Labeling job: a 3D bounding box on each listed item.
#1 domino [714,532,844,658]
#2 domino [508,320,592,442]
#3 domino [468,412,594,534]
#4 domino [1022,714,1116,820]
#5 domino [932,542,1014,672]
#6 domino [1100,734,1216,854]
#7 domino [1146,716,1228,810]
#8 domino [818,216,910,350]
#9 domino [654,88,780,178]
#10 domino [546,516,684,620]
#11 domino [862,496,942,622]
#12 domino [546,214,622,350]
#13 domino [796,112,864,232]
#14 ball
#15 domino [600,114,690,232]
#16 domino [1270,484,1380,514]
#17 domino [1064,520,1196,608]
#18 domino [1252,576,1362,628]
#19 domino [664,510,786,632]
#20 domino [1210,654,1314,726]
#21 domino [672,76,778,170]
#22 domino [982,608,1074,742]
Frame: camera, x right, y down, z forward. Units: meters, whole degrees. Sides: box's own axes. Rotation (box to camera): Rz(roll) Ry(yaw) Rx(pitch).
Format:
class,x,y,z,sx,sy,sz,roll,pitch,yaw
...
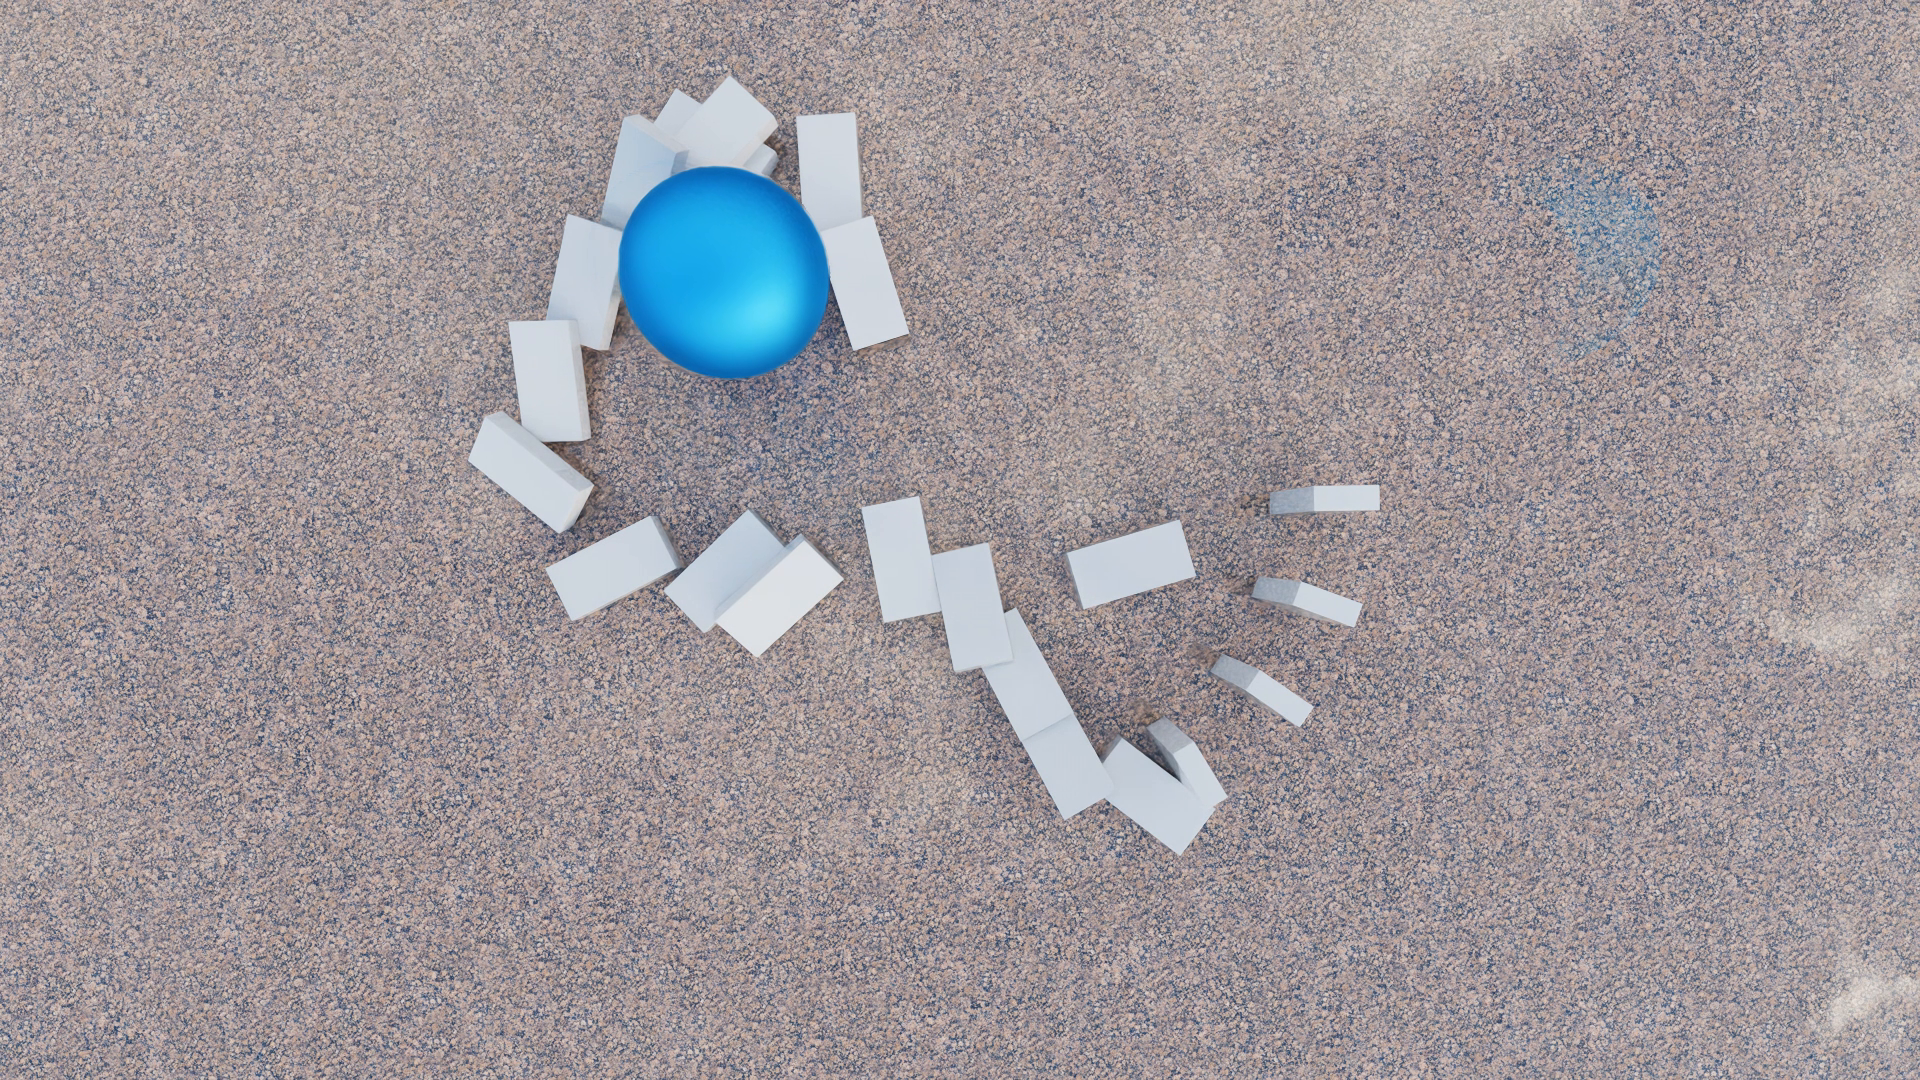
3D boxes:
class,x,y,z,sx,sy,sz,roll,pitch,yaw
domino,-0.077,0.024,0.390,0.050,0.010,0.025,-42,117,0
domino,-0.174,-0.067,0.390,0.025,0.010,0.050,-1,103,1
domino,-0.183,-0.029,0.390,0.050,0.009,0.025,39,119,0
domino,0.043,0.090,0.389,0.025,0.010,0.050,-29,76,0
domino,0.005,0.029,0.388,0.025,0.010,0.050,-13,76,4
domino,0.081,0.109,0.395,0.050,0.010,0.025,37,90,0
domino,0.092,0.090,0.375,0.010,0.050,0.025,-31,90,0
domino,-0.041,-0.109,0.390,0.025,0.009,0.050,-17,102,0
domino,-0.107,-0.169,0.395,0.050,0.009,0.025,32,90,0
domino,-0.149,0.012,0.395,0.050,0.010,0.025,-27,90,0
domino,-0.025,0.008,0.395,0.025,0.009,0.050,-11,90,0
domino,-0.158,-0.109,0.390,0.025,0.009,0.050,19,103,0
domino,-0.056,-0.157,0.395,0.025,0.010,0.050,-4,90,0
ball,-0.092,-0.104,0.360,0.080,0.080,0.080,0,90,0
domino,-0.132,-0.146,0.381,0.025,0.009,0.050,34,128,0
domino,0.148,-0.016,0.375,0.025,0.050,0.010,-1,90,0
domino,0.073,0.010,0.395,0.050,0.009,0.025,-16,90,0
domino,0.140,0.025,0.375,0.025,0.050,0.010,20,90,0
domino,-0.100,0.013,0.395,0.050,0.009,0.025,-44,90,0
domino,0.122,0.061,0.375,0.025,0.050,0.010,35,90,0
domino,-0.104,-0.166,0.386,0.025,0.009,0.050,43,90,0
domino,0.025,0.057,0.389,0.025,0.009,0.050,-29,75,0
